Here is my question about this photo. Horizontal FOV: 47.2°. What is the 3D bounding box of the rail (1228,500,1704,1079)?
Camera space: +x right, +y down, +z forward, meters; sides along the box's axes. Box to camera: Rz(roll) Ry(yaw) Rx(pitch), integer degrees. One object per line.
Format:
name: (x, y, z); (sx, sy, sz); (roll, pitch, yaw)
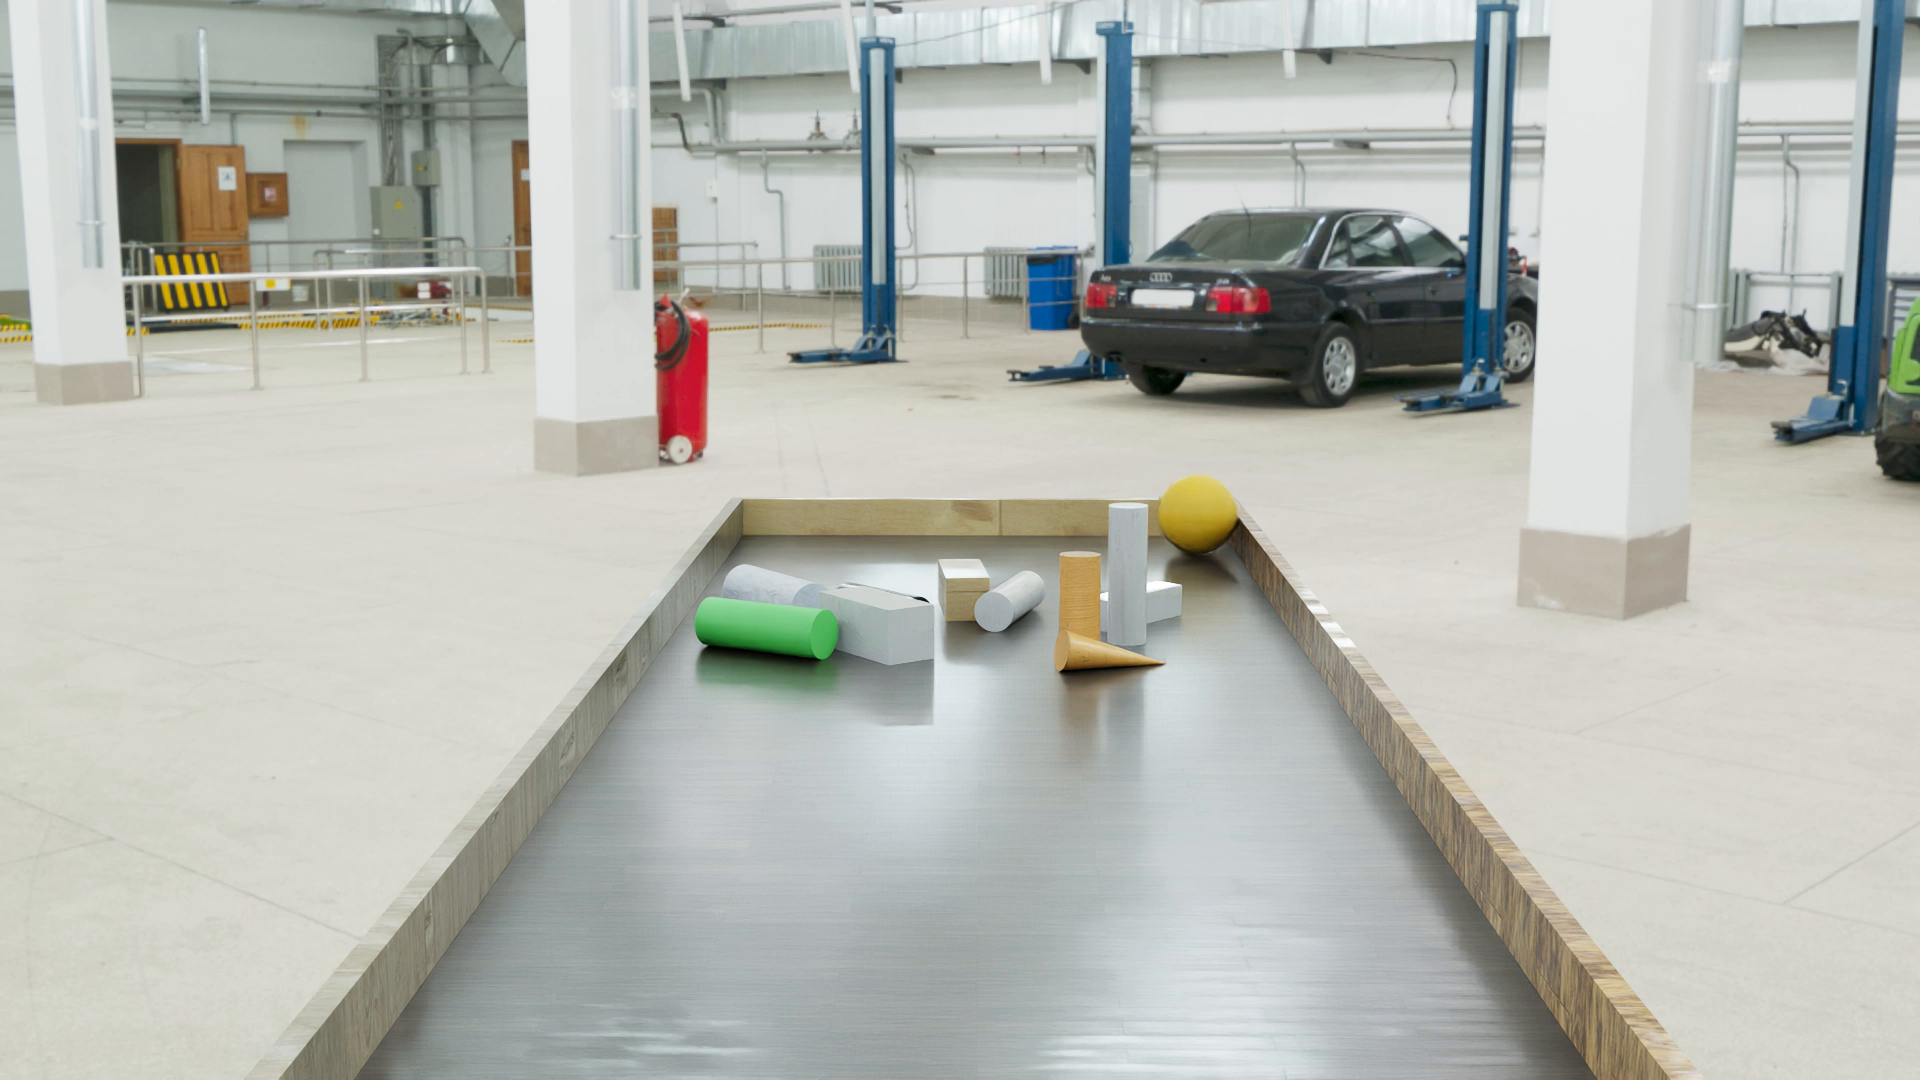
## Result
rail: (1.046, 0.843, 3.208); (0.050, 0.150, 12.000); (0, 9, 1)

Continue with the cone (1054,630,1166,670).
cone: (0.465, 0.351, 6.597); (0.344, 0.125, 0.125); (8, 6, -17)

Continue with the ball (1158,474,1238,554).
ball: (0.937, -0.101, 8.652); (0.312, 0.312, 0.312); (0, 9, 0)

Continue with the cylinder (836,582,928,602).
cylinder: (-0.254, 0.227, 7.137); (0.137, 0.137, 0.350); (-8, 12, -41)

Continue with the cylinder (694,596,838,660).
cylinder: (-0.601, 0.271, 6.809); (0.432, 0.153, 0.153); (5, 10, 30)

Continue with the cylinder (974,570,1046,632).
cylinder: (0.169, 0.201, 7.317); (0.132, 0.132, 0.421); (3, 9, 16)

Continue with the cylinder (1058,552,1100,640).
cylinder: (0.363, 0.205, 6.665); (0.126, 0.326, 0.126); (0, 8, 0)

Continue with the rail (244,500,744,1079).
rail: (-1.004, 0.839, 3.234); (0.050, 0.150, 12.000); (0, 9, 1)

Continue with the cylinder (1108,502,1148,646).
cylinder: (0.529, 0.107, 6.938); (0.124, 0.437, 0.124); (0, 9, 0)

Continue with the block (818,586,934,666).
block: (-0.261, 0.262, 6.818); (0.169, 0.169, 0.390); (-6, 11, -35)

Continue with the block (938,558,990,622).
block: (0.011, 0.168, 7.488); (0.145, 0.145, 0.374); (-1, 9, -5)

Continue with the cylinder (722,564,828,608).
cylinder: (-0.604, 0.192, 7.272); (0.165, 0.165, 0.444); (-6, 11, -35)

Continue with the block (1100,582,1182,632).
block: (0.578, 0.220, 7.292); (0.103, 0.103, 0.397); (8, 12, 41)

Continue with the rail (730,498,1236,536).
rail: (0.099, -0.098, 9.147); (2.100, 0.150, 0.050); (0, 9, 1)
